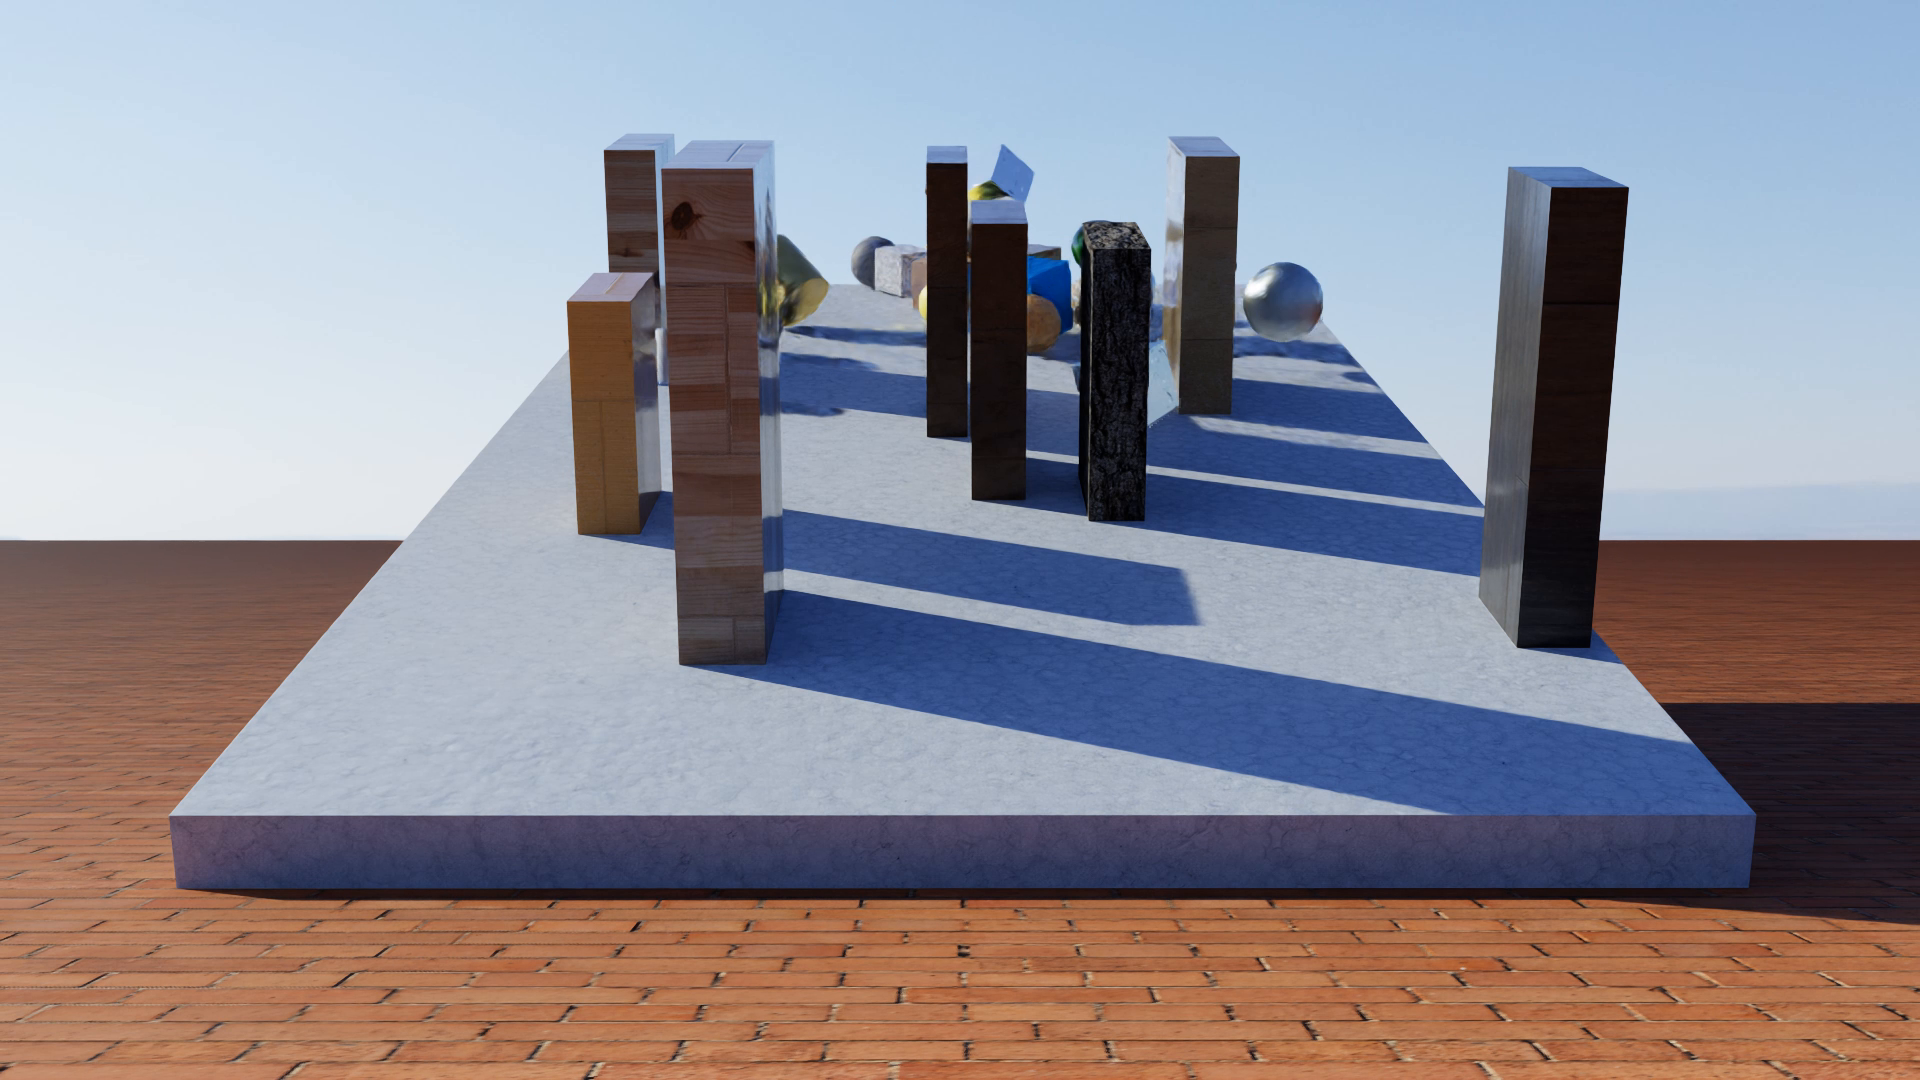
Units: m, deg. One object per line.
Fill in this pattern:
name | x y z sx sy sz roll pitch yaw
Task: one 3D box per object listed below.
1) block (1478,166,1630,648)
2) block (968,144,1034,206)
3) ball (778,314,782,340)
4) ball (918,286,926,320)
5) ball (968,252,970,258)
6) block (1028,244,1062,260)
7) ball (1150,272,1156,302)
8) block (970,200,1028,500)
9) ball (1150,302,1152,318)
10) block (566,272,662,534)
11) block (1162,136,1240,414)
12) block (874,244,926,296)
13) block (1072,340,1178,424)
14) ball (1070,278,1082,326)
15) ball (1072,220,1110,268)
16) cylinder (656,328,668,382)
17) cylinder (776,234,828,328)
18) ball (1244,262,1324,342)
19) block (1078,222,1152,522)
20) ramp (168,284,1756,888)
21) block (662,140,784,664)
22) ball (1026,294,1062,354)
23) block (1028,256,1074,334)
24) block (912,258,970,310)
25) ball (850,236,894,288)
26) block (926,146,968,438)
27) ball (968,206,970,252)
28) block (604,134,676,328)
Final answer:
block | 0.916 -0.209 3.434 0.114 0.707 0.258 0 16 0
block | 0.097 -0.955 5.923 0.129 0.129 0.129 -17 -44 44
ball | -0.520 -0.539 5.587 0.142 0.142 0.142 0 0 0
ball | -0.047 -0.637 5.950 0.130 0.130 0.130 0 0 0
ball | -0.037 -0.842 6.634 0.155 0.155 0.155 0 0 0
block | 0.167 -0.736 6.217 0.171 0.171 0.171 11 19 33
ball | 0.472 -0.701 6.136 0.148 0.148 0.148 0 0 0
block | 0.074 -0.380 4.338 0.104 0.531 0.347 0 16 0
ball | 0.425 -0.602 5.781 0.156 0.156 0.156 0 0 0
block | -0.638 -0.259 4.104 0.113 0.428 0.312 0 16 0
block | 0.548 -0.616 5.079 0.118 0.574 0.424 0 16 0
block | -0.164 -0.791 6.463 0.122 0.122 0.122 -13 23 -40
block | 0.359 -0.333 4.782 0.147 0.147 0.147 0 23 39
ball | 0.359 -0.637 5.915 0.150 0.150 0.150 0 0 0
ball | 0.373 -0.785 5.925 0.149 0.149 0.149 0 0 0
cylinder | -0.651 -0.427 5.130 0.118 0.118 0.118 3 8 0
cylinder | -0.478 -0.698 5.936 0.178 0.178 0.178 -36 -20 -15
ball | 0.790 -0.581 5.398 0.195 0.195 0.195 0 0 0
block | 0.290 -0.326 4.197 0.104 0.507 0.347 0 16 0
ramp | -0.002 -0.161 4.717 2.000 0.100 4.000 0 16 0
block | -0.358 -0.222 3.409 0.130 0.743 0.382 0 16 0
ball | 0.183 -0.548 5.608 0.149 0.149 0.149 0 0 0
block | 0.166 -0.630 5.794 0.181 0.181 0.181 12 27 35
block | -0.041 -0.721 6.218 0.134 0.134 0.134 13 23 37
ball | -0.251 -0.826 6.562 0.151 0.151 0.151 0 0 0
block | -0.028 -0.548 4.824 0.087 0.584 0.338 0 16 0
ball | 0.073 -0.908 6.430 0.171 0.171 0.171 0 0 0
block | -0.773 -0.700 5.414 0.120 0.547 0.378 0 16 0
